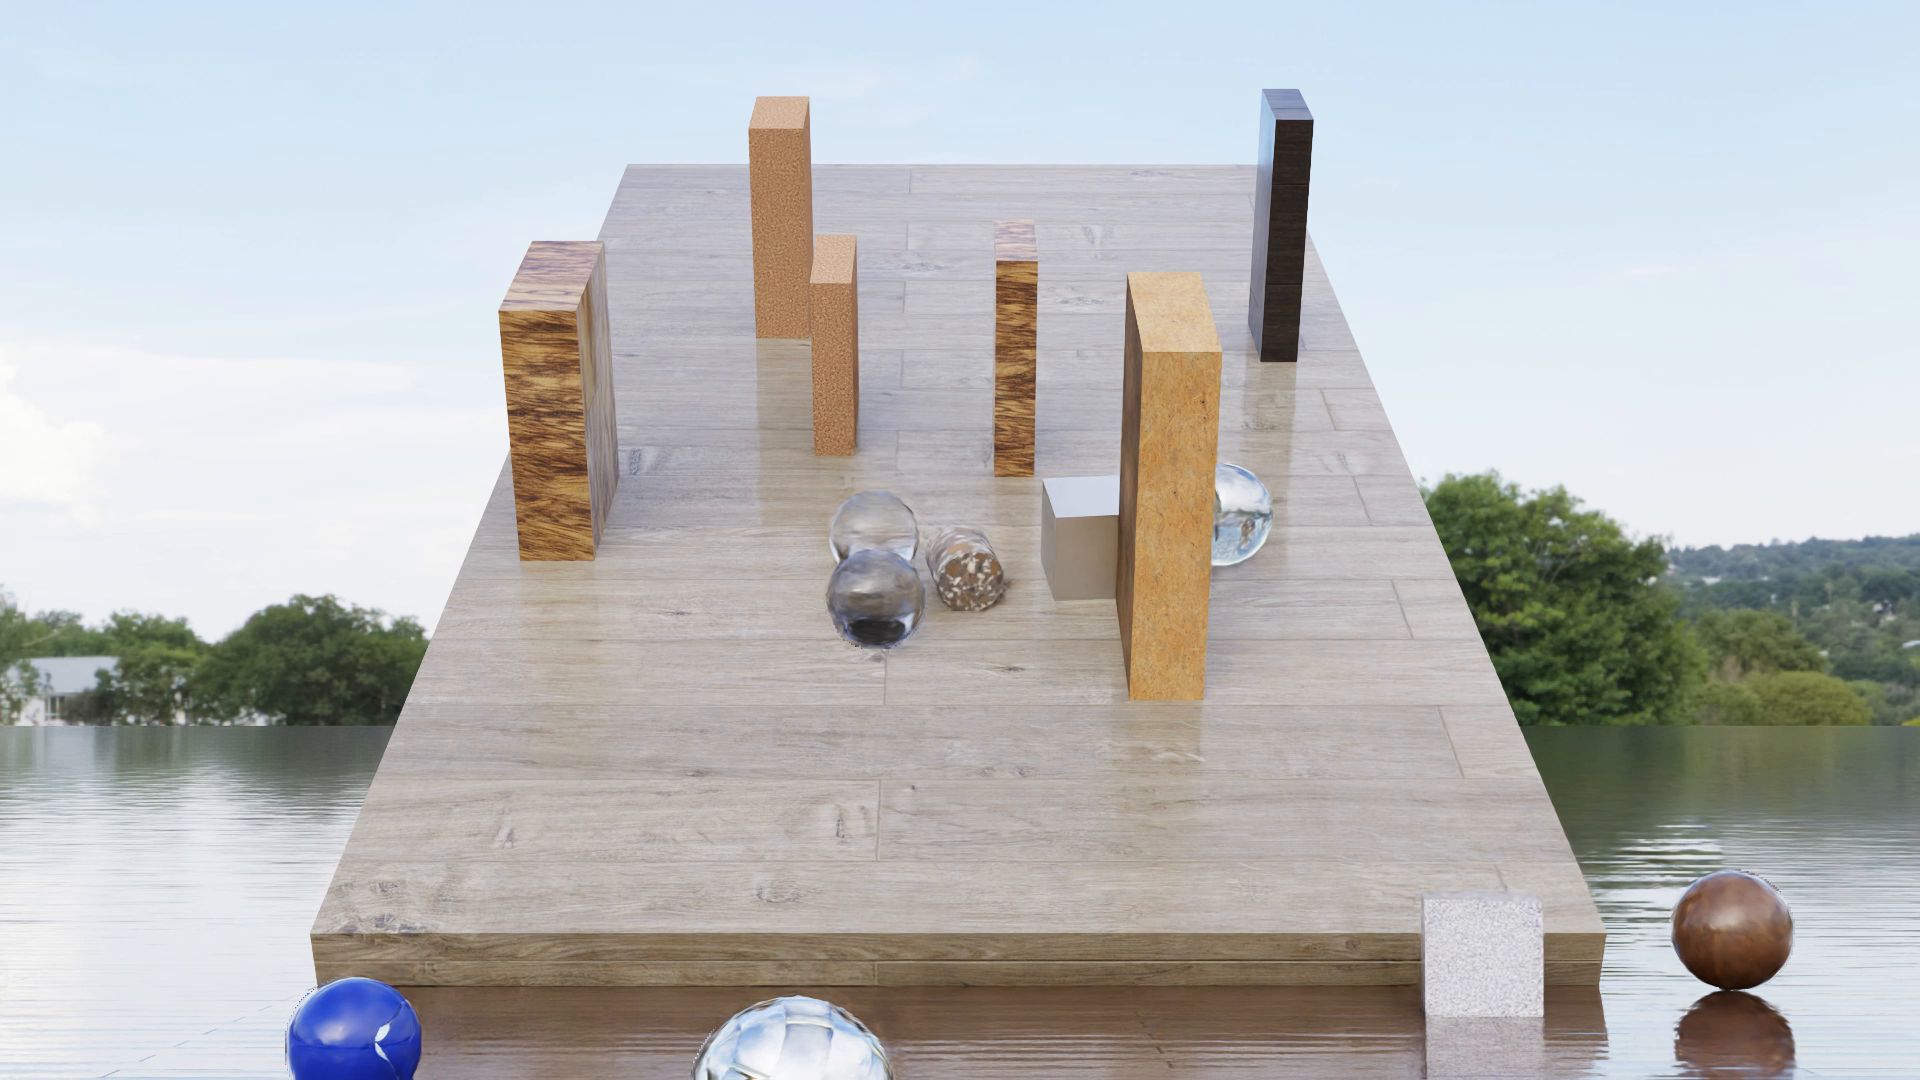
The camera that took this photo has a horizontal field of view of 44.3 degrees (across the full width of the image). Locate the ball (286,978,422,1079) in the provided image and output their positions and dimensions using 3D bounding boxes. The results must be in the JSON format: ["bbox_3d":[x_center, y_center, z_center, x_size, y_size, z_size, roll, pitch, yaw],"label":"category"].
[{"bbox_3d":[-0.643,0.536,2.507,0.140,0.140,0.140,0,-4,0],"label":"ball"}]

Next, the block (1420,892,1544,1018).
[{"bbox_3d":[0.746,0.592,3.380,0.162,0.162,0.162,-1,-4,9],"label":"block"}]

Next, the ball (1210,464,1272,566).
[{"bbox_3d":[0.523,-0.051,4.724,0.206,0.206,0.206,0,-4,0],"label":"ball"}]

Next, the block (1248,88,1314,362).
[{"bbox_3d":[0.780,-0.767,5.753,0.090,0.607,0.271,0,26,0],"label":"block"}]

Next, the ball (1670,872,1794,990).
[{"bbox_3d":[1.188,0.601,3.630,0.181,0.181,0.181,0,-4,0],"label":"ball"}]

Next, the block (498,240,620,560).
[{"bbox_3d":[-0.817,-0.291,4.848,0.150,0.540,0.415,0,26,0],"label":"block"}]

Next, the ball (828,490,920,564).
[{"bbox_3d":[-0.171,-0.008,4.682,0.181,0.181,0.181,0,-4,0],"label":"ball"}]

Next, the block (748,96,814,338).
[{"bbox_3d":[-0.444,-0.810,5.912,0.132,0.538,0.289,0,26,0],"label":"block"}]

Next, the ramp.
[{"bbox_3d":[-0.010,-0.229,5.452,2.000,0.100,4.000,0,26,0],"label":"ramp"}]

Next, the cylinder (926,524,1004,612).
[{"bbox_3d":[0.009,0.054,4.615,0.130,0.130,0.130,1,25,-14],"label":"cylinder"}]

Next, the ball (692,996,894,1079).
[{"bbox_3d":[-0.143,0.481,2.018,0.177,0.177,0.177,0,-4,0],"label":"ball"}]

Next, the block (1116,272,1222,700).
[{"bbox_3d":[0.375,-0.101,4.311,0.134,0.678,0.400,0,26,0],"label":"block"}]

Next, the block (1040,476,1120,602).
[{"bbox_3d":[0.265,-0.005,4.677,0.182,0.182,0.182,-3,26,-6],"label":"block"}]

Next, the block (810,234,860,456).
[{"bbox_3d":[-0.280,-0.441,5.309,0.089,0.407,0.324,0,26,0],"label":"block"}]

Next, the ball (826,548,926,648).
[{"bbox_3d":[-0.158,0.110,4.434,0.187,0.187,0.187,0,-4,0],"label":"ball"}]

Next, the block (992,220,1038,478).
[{"bbox_3d":[0.118,-0.421,5.167,0.087,0.498,0.274,0,26,0],"label":"block"}]
